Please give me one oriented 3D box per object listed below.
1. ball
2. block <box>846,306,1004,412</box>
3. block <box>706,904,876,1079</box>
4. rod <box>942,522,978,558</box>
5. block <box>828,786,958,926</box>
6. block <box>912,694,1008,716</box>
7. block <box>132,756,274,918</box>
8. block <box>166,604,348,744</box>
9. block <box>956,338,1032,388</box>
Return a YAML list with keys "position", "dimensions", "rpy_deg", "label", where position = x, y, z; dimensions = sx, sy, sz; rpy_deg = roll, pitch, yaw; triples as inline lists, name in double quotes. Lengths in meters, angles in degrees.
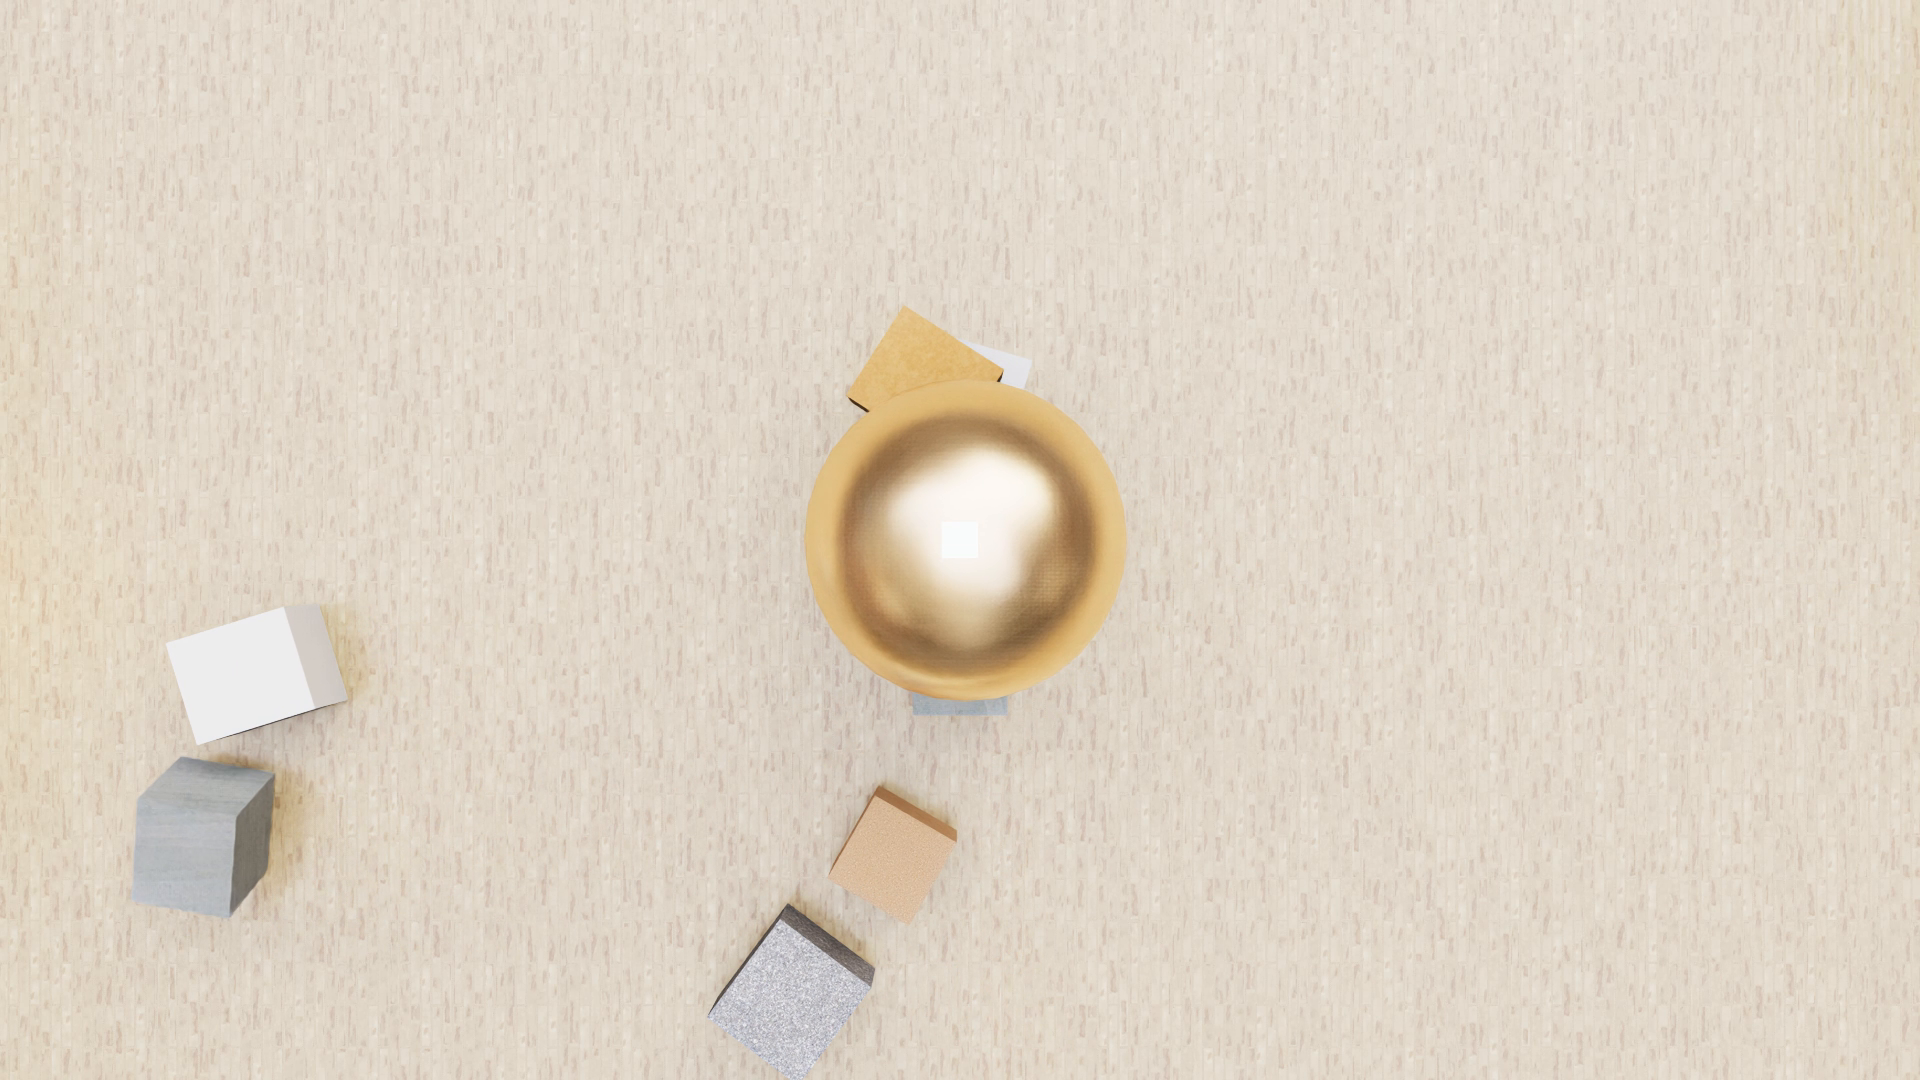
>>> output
- position: [0.028, 0.000, 10.893]
  dimensions: [1.600, 1.600, 1.600]
  rpy_deg: [0, 90, 0]
  label: "ball"
- position: [-0.184, -0.829, 11.888]
  dimensions: [0.627, 0.645, 0.564]
  rpy_deg: [33, 90, 0]
  label: "block"
- position: [-0.966, 2.616, 12.719]
  dimensions: [0.646, 0.563, 0.693]
  rpy_deg: [37, 90, 0]
  label: "block"
- position: [0.012, 0.000, 7.493]
  dimensions: [0.080, 5.200, 0.080]
  rpy_deg: [0, 90, 0]
  label: "rod"
- position: [-0.385, 1.818, 12.733]
  dimensions: [0.537, 0.534, 0.544]
  rpy_deg: [30, 90, 0]
  label: "block"
- position: [0.001, 0.741, 12.749]
  dimensions: [0.538, 0.501, 0.511]
  rpy_deg: [0, 90, 0]
  label: "block"
- position: [-4.333, 1.699, 12.611]
  dimensions: [0.560, 0.616, 0.638]
  rpy_deg: [10, 107, 0]
  label: "block"
- position: [-4.033, 0.762, 12.662]
  dimensions: [0.691, 0.677, 0.597]
  rpy_deg: [-17, 90, 0]
  label: "block"
- position: [-0.095, -0.697, 12.605]
  dimensions: [0.784, 0.789, 0.857]
  rpy_deg: [16, 90, 0]
  label: "block"
